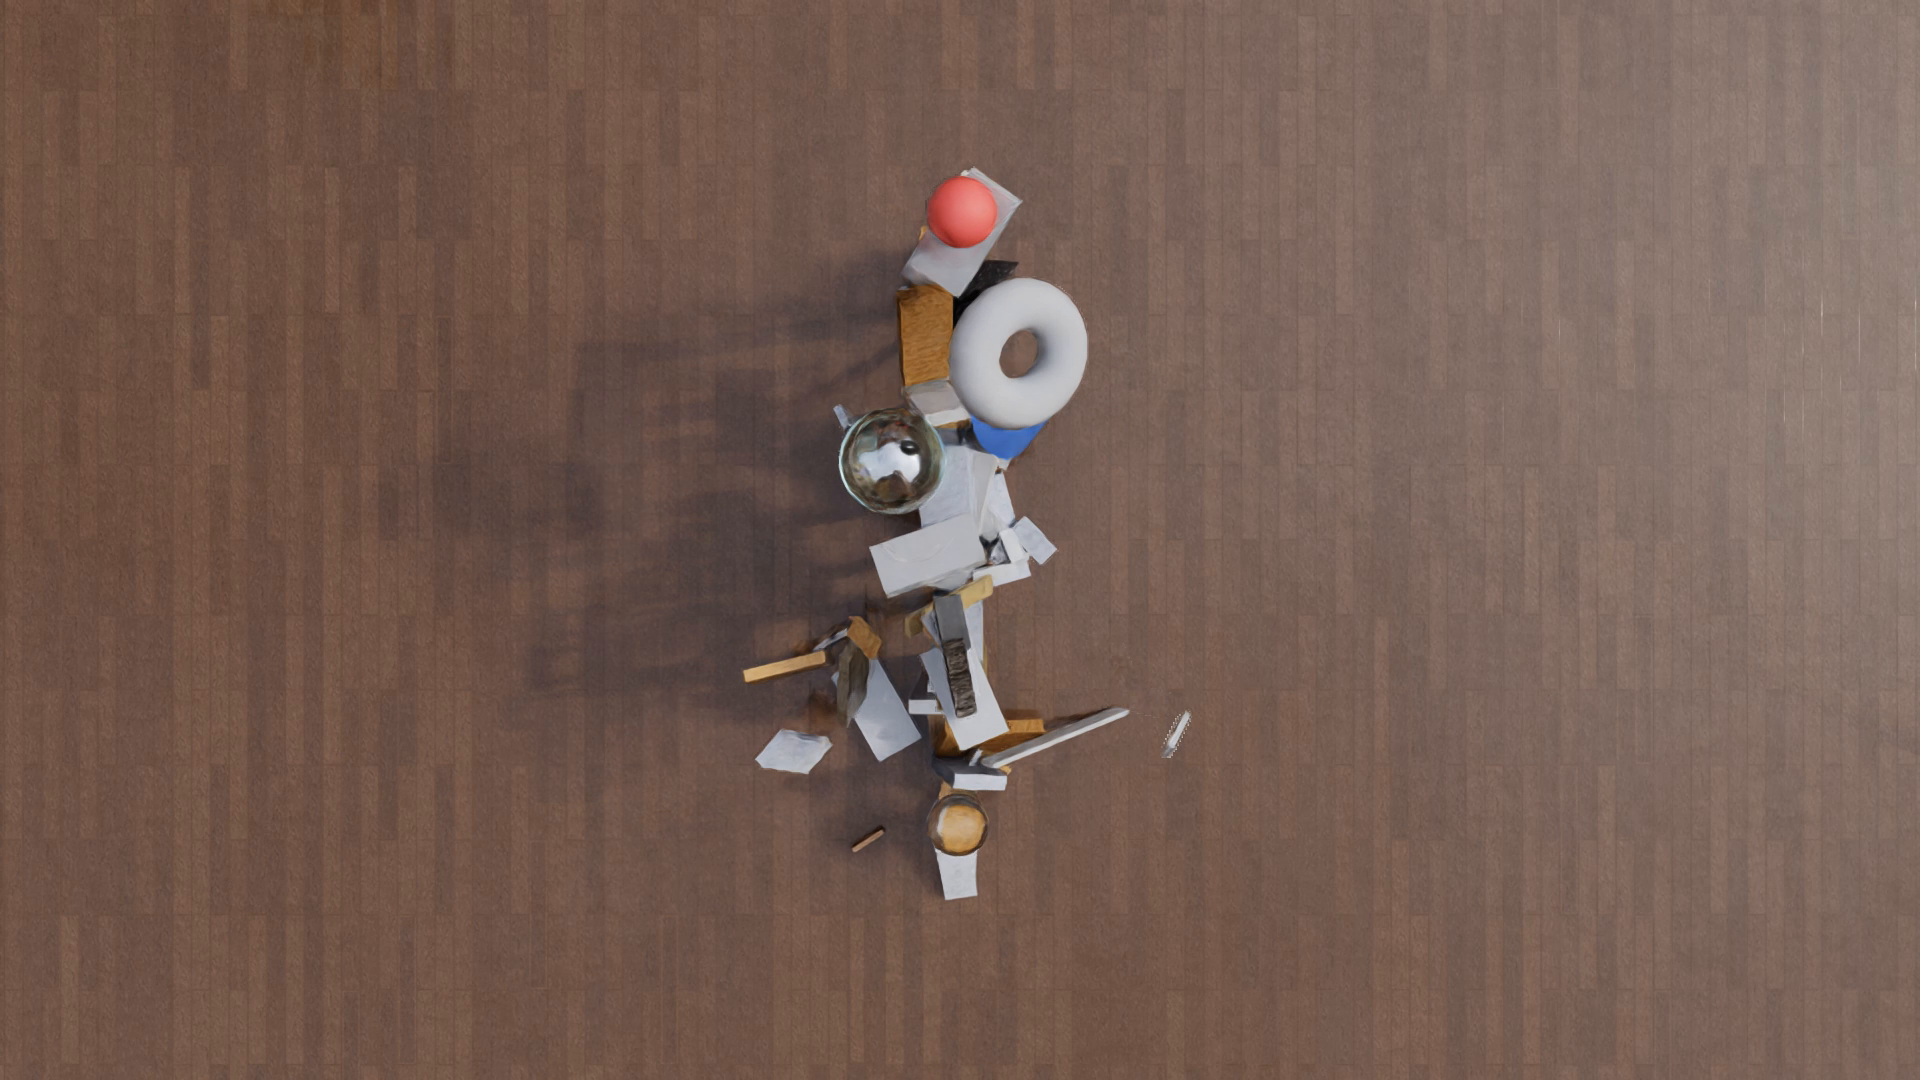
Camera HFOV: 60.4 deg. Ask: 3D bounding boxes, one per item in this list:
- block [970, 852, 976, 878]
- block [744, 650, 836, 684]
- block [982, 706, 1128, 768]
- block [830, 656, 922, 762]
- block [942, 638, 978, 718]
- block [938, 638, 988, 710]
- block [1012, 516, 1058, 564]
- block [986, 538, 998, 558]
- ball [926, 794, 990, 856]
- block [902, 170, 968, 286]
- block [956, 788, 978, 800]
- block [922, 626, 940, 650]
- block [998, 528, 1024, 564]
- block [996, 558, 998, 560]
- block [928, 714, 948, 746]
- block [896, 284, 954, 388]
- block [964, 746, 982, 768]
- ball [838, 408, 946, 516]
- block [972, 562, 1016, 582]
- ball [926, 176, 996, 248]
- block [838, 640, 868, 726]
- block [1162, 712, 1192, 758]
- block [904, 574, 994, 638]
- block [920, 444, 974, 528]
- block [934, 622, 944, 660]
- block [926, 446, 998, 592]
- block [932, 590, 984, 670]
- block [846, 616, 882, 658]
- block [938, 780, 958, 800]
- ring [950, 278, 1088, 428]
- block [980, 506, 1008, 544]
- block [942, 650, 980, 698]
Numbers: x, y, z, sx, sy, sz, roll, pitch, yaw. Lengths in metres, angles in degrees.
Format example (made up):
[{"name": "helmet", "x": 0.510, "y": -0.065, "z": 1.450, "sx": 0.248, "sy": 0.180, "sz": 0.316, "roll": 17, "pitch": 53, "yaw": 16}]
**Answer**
[{"name": "block", "x": 0.000, "y": 1.019, "z": 5.485, "sx": 0.107, "sy": 0.030, "sz": 0.213, "roll": 1, "pitch": 90, "yaw": 0}, {"name": "block", "x": -0.502, "y": 0.376, "z": 4.872, "sx": 0.247, "sy": 0.123, "sz": 0.035, "roll": -14, "pitch": 81, "yaw": 7}, {"name": "block", "x": 0.313, "y": 0.631, "z": 5.297, "sx": 0.591, "sy": 0.059, "sz": 0.017, "roll": -16, "pitch": 107, "yaw": -37}, {"name": "block", "x": -0.277, "y": 0.553, "z": 5.477, "sx": 0.163, "sy": 0.046, "sz": 0.327, "roll": -29, "pitch": 90, "yaw": -1}, {"name": "block", "x": 0.000, "y": 0.376, "z": 4.469, "sx": 0.059, "sy": 0.017, "sz": 0.227, "roll": -17, "pitch": 115, "yaw": -14}, {"name": "block", "x": 0.006, "y": 0.383, "z": 4.712, "sx": 0.144, "sy": 0.288, "sz": 0.041, "roll": -2, "pitch": 121, "yaw": 0}, {"name": "block", "x": 0.216, "y": 0.001, "z": 4.903, "sx": 0.070, "sy": 0.020, "sz": 0.140, "roll": -44, "pitch": 88, "yaw": 2}, {"name": "block", "x": 0.105, "y": 0.020, "z": 4.868, "sx": 0.053, "sy": 0.106, "sz": 0.015, "roll": -37, "pitch": 103, "yaw": 2}, {"name": "ball", "x": -0.006, "y": 0.908, "z": 5.252, "sx": 0.199, "sy": 0.199, "sz": 0.199, "roll": 0, "pitch": 90, "yaw": 0}, {"name": "block", "x": -0.023, "y": -0.881, "z": 4.881, "sx": 0.162, "sy": 0.647, "sz": 0.046, "roll": 39, "pitch": 69, "yaw": -3}, {"name": "block", "x": 0.019, "y": 0.811, "z": 5.397, "sx": 0.059, "sy": 0.118, "sz": 0.017, "roll": -4, "pitch": 49, "yaw": 7}, {"name": "block", "x": -0.047, "y": 0.269, "z": 4.542, "sx": 0.058, "sy": 0.016, "sz": 0.115, "roll": -39, "pitch": 93, "yaw": -6}, {"name": "block", "x": 0.147, "y": 0.016, "z": 4.787, "sx": 0.048, "sy": 0.014, "sz": 0.095, "roll": -21, "pitch": 89, "yaw": -27}, {"name": "block", "x": 0.127, "y": 0.041, "z": 4.871, "sx": 0.053, "sy": 0.106, "sz": 0.015, "roll": -14, "pitch": 95, "yaw": -8}, {"name": "block", "x": -0.021, "y": 0.581, "z": 5.348, "sx": 0.163, "sy": 0.327, "sz": 0.046, "roll": -2, "pitch": 59, "yaw": 0}, {"name": "block", "x": -0.101, "y": -0.612, "z": 4.916, "sx": 0.162, "sy": 0.324, "sz": 0.046, "roll": -14, "pitch": 47, "yaw": -12}, {"name": "block", "x": 0.042, "y": 0.688, "z": 5.263, "sx": 0.017, "sy": 0.117, "sz": 0.059, "roll": 30, "pitch": 86, "yaw": -6}, {"name": "ball", "x": -0.188, "y": -0.219, "z": 4.583, "sx": 0.299, "sy": 0.299, "sz": 0.299, "roll": 0, "pitch": 90, "yaw": 0}, {"name": "block", "x": 0.099, "y": 0.097, "z": 4.792, "sx": 0.133, "sy": 0.014, "sz": 0.048, "roll": -14, "pitch": 114, "yaw": -16}, {"name": "ball", "x": 0.005, "y": -0.884, "z": 4.452, "sx": 0.190, "sy": 0.190, "sz": 0.190, "roll": 0, "pitch": 90, "yaw": 0}, {"name": "block", "x": -0.321, "y": 0.413, "z": 4.959, "sx": 0.035, "sy": 0.438, "sz": 0.123, "roll": 27, "pitch": 60, "yaw": 11}, {"name": "block", "x": 0.602, "y": 0.540, "z": 4.591, "sx": 0.018, "sy": 0.062, "sz": 0.124, "roll": 31, "pitch": 57, "yaw": 4}, {"name": "block", "x": -0.028, "y": 0.184, "z": 4.655, "sx": 0.016, "sy": 0.362, "sz": 0.058, "roll": 11, "pitch": 115, "yaw": 39}, {"name": "block", "x": -0.041, "y": -0.118, "z": 4.808, "sx": 0.151, "sy": 0.043, "sz": 0.301, "roll": -7, "pitch": 76, "yaw": 13}, {"name": "block", "x": -0.017, "y": 0.287, "z": 4.509, "sx": 0.076, "sy": 0.022, "sz": 0.152, "roll": -19, "pitch": 108, "yaw": -12}, {"name": "block", "x": -0.010, "y": -0.058, "z": 4.831, "sx": 0.151, "sy": 0.043, "sz": 0.417, "roll": 11, "pitch": 80, "yaw": 17}, {"name": "block", "x": -0.008, "y": 0.257, "z": 4.723, "sx": 0.144, "sy": 0.288, "sz": 0.041, "roll": -1, "pitch": 132, "yaw": 1}, {"name": "block", "x": -0.270, "y": 0.274, "z": 4.652, "sx": 0.124, "sy": 0.018, "sz": 0.062, "roll": 43, "pitch": 113, "yaw": 40}, {"name": "block", "x": -0.023, "y": 0.883, "z": 5.459, "sx": 0.107, "sy": 0.030, "sz": 0.213, "roll": 13, "pitch": 81, "yaw": 2}, {"name": "ring", "x": 0.147, "y": -0.465, "z": 4.136, "sx": 0.385, "sy": 0.128, "sz": 0.385, "roll": -11, "pitch": 113, "yaw": -26}, {"name": "block", "x": 0.068, "y": -0.065, "z": 4.886, "sx": 0.070, "sy": 0.020, "sz": 0.140, "roll": -43, "pitch": 98, "yaw": 12}, {"name": "block", "x": 0.002, "y": 0.363, "z": 4.504, "sx": 0.076, "sy": 0.022, "sz": 0.152, "roll": -14, "pitch": 102, "yaw": -13}]
